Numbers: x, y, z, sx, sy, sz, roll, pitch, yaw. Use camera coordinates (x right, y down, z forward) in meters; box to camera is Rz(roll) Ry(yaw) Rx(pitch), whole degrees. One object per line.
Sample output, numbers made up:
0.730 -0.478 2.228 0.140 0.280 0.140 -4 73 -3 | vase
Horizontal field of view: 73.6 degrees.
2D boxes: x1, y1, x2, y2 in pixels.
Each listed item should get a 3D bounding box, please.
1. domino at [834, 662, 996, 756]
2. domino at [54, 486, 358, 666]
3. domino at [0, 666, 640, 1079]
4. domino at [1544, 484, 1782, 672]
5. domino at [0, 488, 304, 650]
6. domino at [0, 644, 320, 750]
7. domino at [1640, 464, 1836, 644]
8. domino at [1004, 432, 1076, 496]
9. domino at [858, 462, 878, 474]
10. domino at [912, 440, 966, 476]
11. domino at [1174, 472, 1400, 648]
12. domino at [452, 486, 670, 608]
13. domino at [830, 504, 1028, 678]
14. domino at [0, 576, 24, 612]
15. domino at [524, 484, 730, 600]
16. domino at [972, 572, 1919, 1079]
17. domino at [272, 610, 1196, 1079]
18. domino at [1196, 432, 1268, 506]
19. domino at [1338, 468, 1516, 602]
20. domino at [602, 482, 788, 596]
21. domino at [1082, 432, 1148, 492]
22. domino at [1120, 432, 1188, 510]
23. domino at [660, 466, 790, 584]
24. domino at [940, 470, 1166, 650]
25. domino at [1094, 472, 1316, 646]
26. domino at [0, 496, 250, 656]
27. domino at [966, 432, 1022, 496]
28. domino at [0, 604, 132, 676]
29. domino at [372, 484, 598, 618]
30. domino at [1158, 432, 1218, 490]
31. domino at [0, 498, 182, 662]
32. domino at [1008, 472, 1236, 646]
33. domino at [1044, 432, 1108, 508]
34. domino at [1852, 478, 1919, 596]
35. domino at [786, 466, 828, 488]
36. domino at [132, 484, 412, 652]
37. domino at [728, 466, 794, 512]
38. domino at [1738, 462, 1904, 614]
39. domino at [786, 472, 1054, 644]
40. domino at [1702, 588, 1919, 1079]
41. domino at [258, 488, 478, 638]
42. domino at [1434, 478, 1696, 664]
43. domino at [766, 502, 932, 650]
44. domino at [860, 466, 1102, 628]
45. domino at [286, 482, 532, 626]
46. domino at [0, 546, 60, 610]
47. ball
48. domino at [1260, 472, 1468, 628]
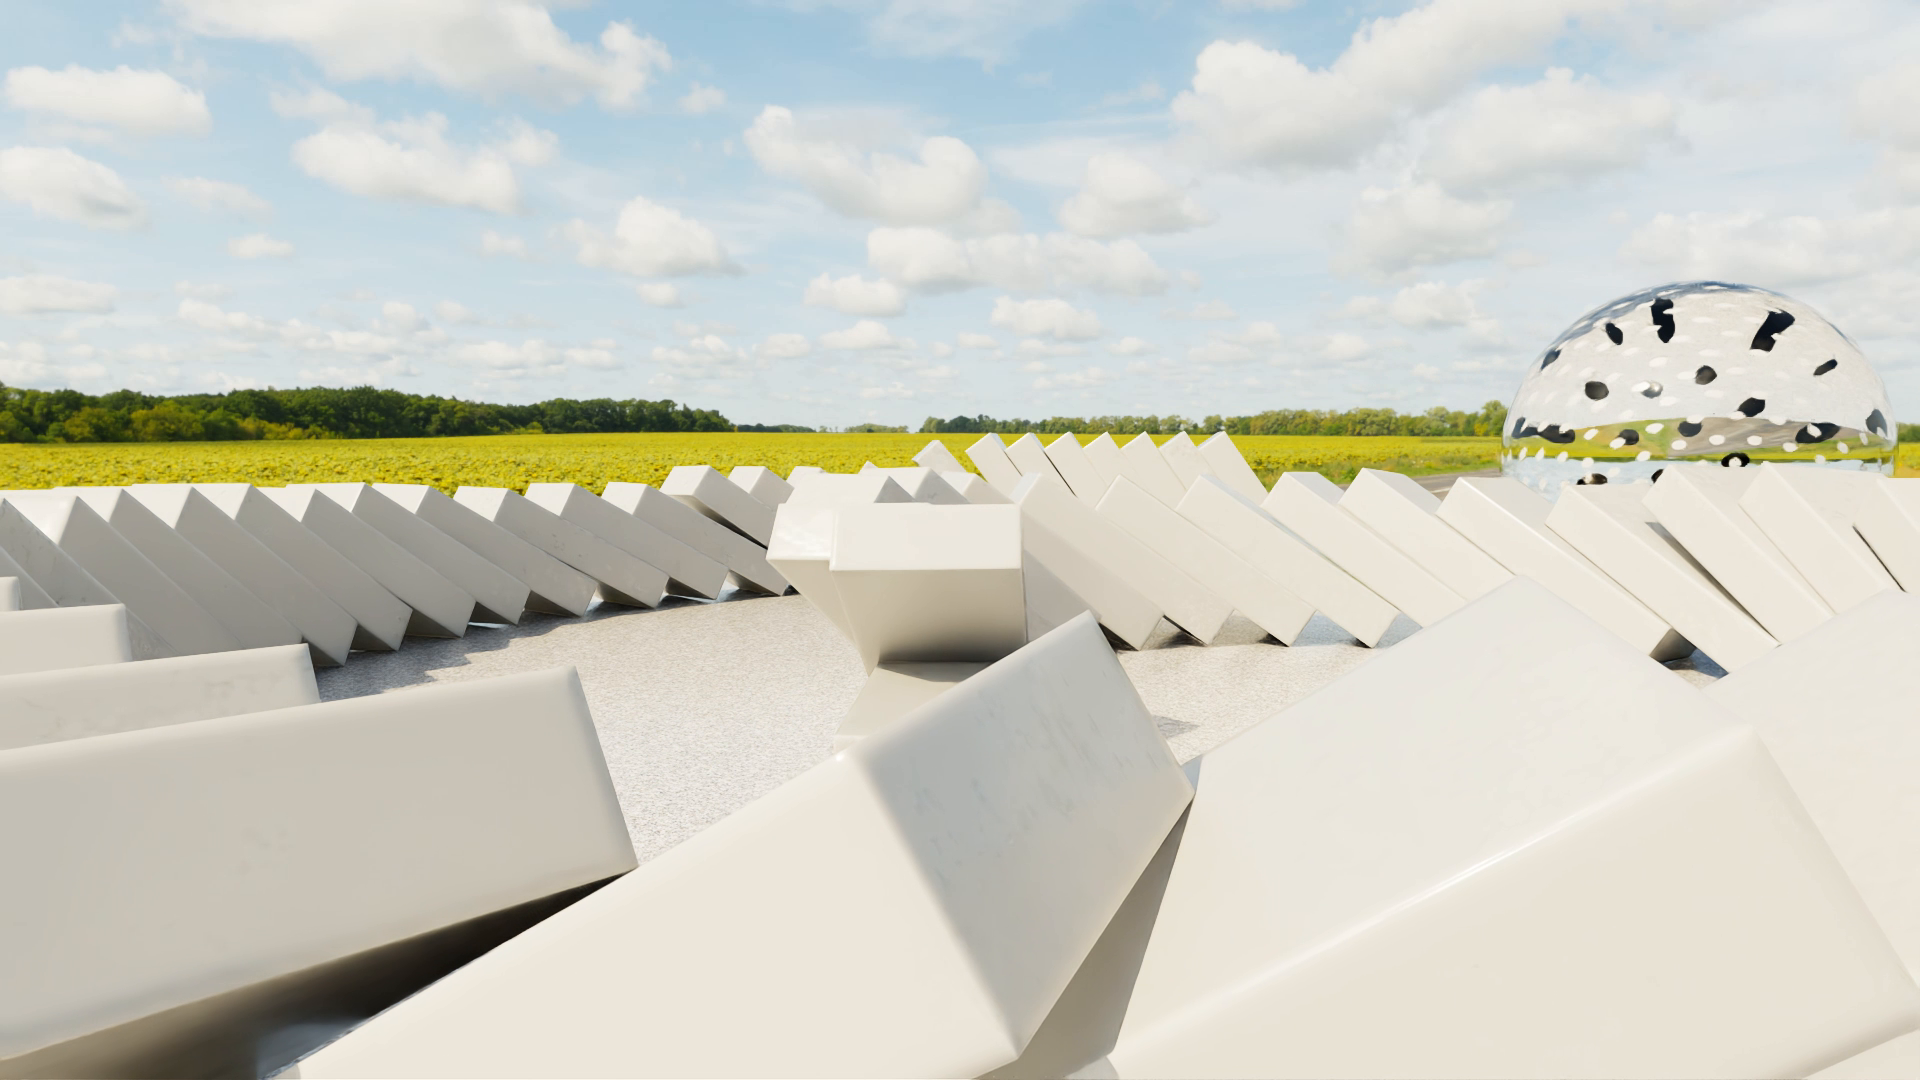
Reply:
-0.001 0.025 0.170 0.025 0.009 0.050 0 4 2 | domino
-0.133 0.008 0.227 0.025 0.009 0.050 0 -29 9 | domino
-0.040 0.022 0.062 0.050 0.010 0.025 -34 -18 37 | domino
0.141 0.007 0.246 0.025 0.009 0.050 -2 36 -27 | domino
-0.133 0.009 0.209 0.025 0.009 0.050 -1 -29 5 | domino
-0.058 0.021 0.075 0.025 0.009 0.050 -4 -22 -46 | domino
0.150 0.006 0.231 0.025 0.009 0.050 1 41 -21 | domino
0.034 -0.011 0.408 0.009 0.050 0.025 -36 -1 8 | domino
-0.011 -0.006 0.400 0.050 0.009 0.025 36 0 -6 | domino
0.005 -0.010 0.403 0.009 0.050 0.025 -42 7 -1 | domino
0.072 0.003 0.282 0.050 0.010 0.025 36 12 10 | domino
-0.101 0.002 0.324 0.025 0.010 0.050 4 -22 43 | domino
-0.003 0.011 0.191 0.025 0.009 0.050 -1 -27 4 | domino
-0.089 0.018 0.103 0.025 0.009 0.050 -4 -24 -34 | domino
-0.089 0.001 0.339 0.025 0.009 0.050 3 -24 47 | domino
0.006 0.020 0.053 0.050 0.010 0.025 -33 1 13 | domino
-0.016 0.021 0.056 0.050 0.010 0.025 -32 -6 21 | domino
0.091 -0.010 0.396 0.009 0.050 0.025 -35 0 8 | domino
0.108 0.003 0.274 0.025 0.009 0.050 2 35 -51 | domino
-0.073 0.000 0.355 0.050 0.009 0.025 32 -16 -35 | domino
0.057 -0.011 0.404 0.009 0.050 0.025 -35 0 8 | domino
0.068 -0.011 0.403 0.009 0.050 0.025 -35 0 8 | domino
-0.059 -0.003 0.367 0.050 0.009 0.025 37 -19 -30 | domino
0.017 0.004 0.270 0.050 0.009 0.025 36 -5 -15 | domino
0.053 0.003 0.282 0.050 0.010 0.025 35 7 3 | domino
-0.131 0.010 0.191 0.025 0.009 0.050 0 -29 -1 | domino
0.022 -0.011 0.408 0.009 0.050 0.025 -36 0 8 | domino
-0.075 0.020 0.089 0.025 0.010 0.050 -4 -23 -40 | domino
-0.114 0.003 0.305 0.025 0.010 0.050 3 -25 39 | domino
0.080 -0.010 0.398 0.009 0.050 0.025 -35 -1 8 | domino
-0.129 0.012 0.173 0.025 0.009 0.050 -1 -29 -5 | domino
0.034 0.003 0.278 0.050 0.009 0.025 35 1 -5 | domino
0.045 -0.011 0.407 0.009 0.050 0.025 -35 0 8 | domino
0.163 0.010 0.195 0.025 0.010 0.050 0 40 3 | domino
-0.028 -0.004 0.388 0.050 0.009 0.025 35 -10 -22 | domino
-0.131 0.006 0.245 0.025 0.009 0.050 0 -29 14 | domino
-0.044 -0.004 0.378 0.050 0.009 0.025 36 -14 -26 | domino
0.158 0.007 0.216 0.025 0.009 0.050 4 40 -11 | domino
-0.007 0.006 0.239 0.025 0.009 0.050 5 -30 48 | domino
0.023 0.021 0.051 0.050 0.009 0.025 -33 1 10 | domino
-0.127 0.006 0.266 0.025 0.009 0.050 2 -27 20 | domino
0.125 0.005 0.261 0.025 0.009 0.050 -2 37 -41 | domino
-0.009 0.010 0.213 0.025 0.009 0.050 0 -26 20 | domino
0.002 0.004 0.253 0.050 0.009 0.025 40 -19 -28 | domino
-0.123 0.004 0.285 0.025 0.009 0.050 0 -27 28 | domino
-0.123 0.013 0.154 0.025 0.009 0.050 -3 -29 -12 | domino
0.169 -0.020 0.299 0.080 0.080 0.080 0 4 0 | ball
0.092 0.003 0.281 0.050 0.009 0.025 40 22 24 | domino
